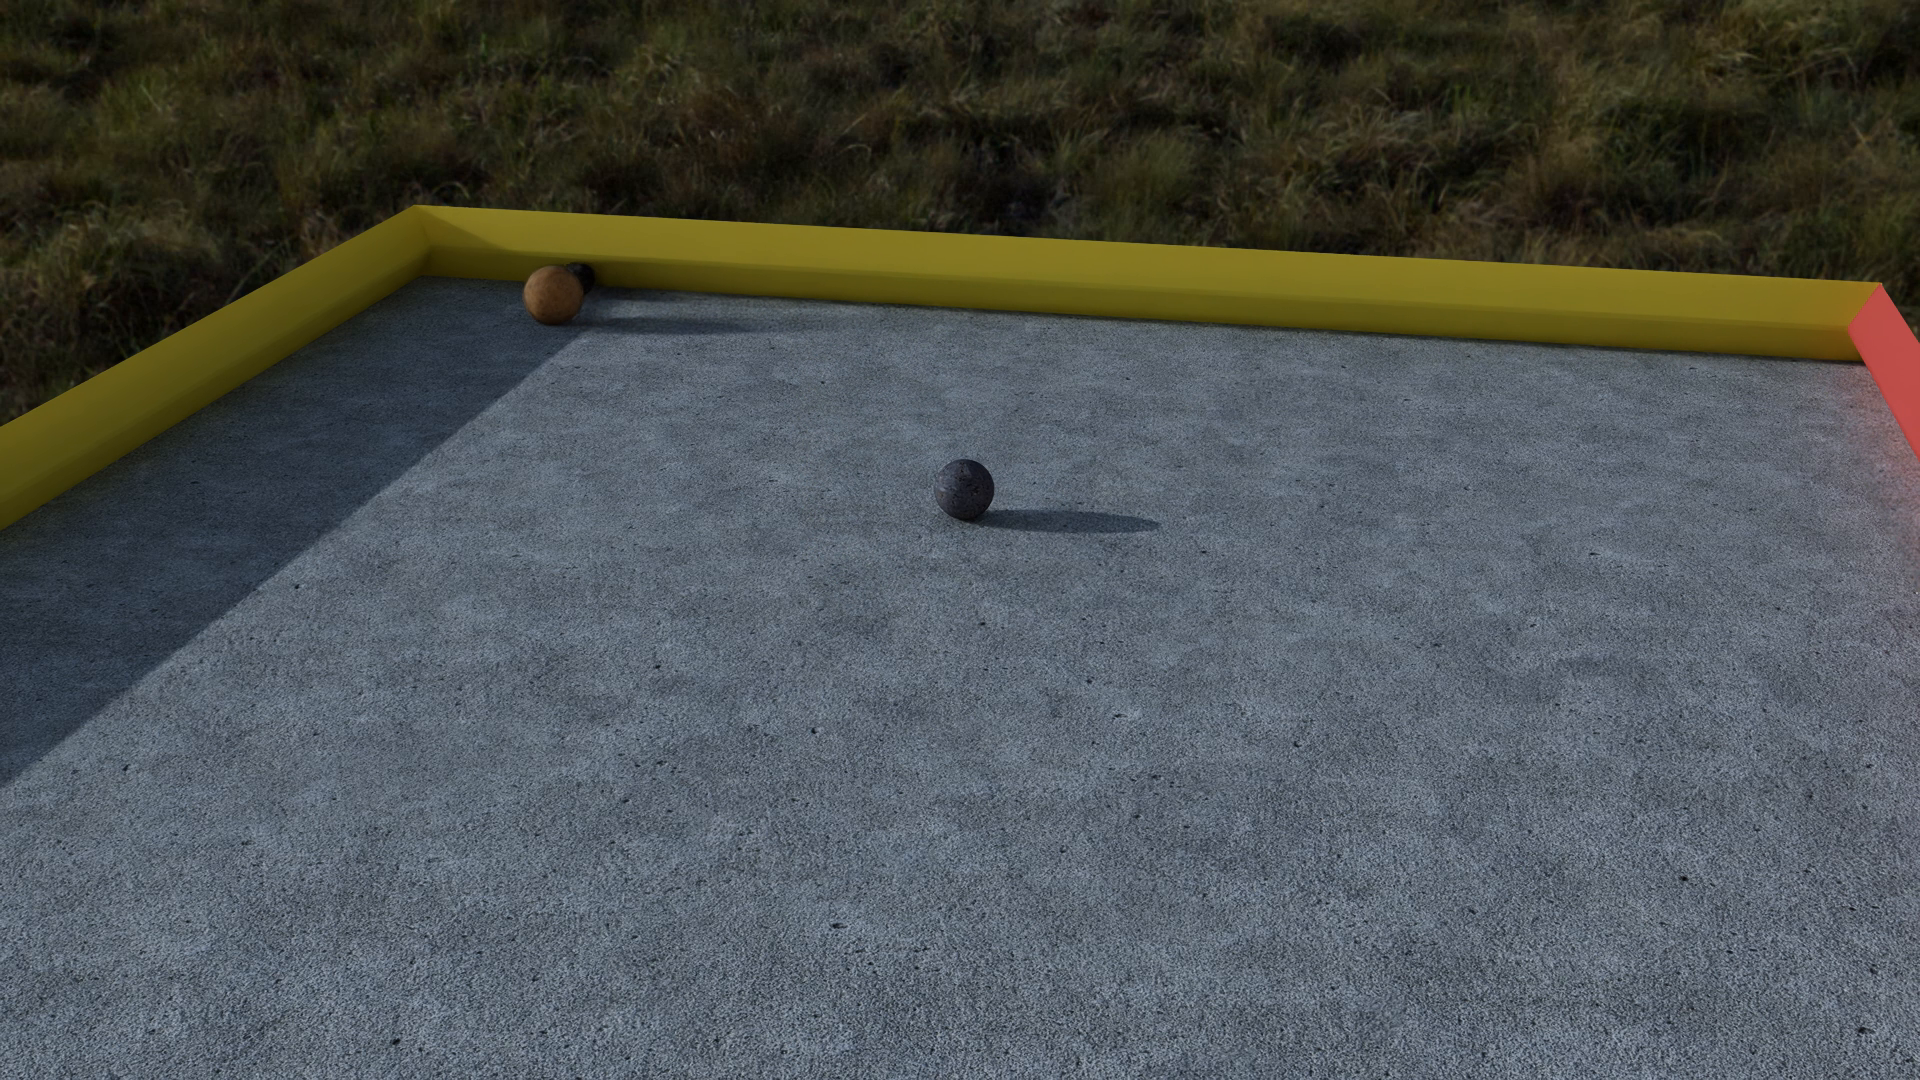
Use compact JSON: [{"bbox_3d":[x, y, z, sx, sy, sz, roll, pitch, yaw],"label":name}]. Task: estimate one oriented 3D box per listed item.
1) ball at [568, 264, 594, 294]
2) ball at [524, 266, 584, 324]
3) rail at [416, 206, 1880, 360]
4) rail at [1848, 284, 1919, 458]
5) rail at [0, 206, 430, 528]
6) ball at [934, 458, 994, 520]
[{"bbox_3d":[-0.634,-0.433,3.652,0.053,0.053,0.053,0,22,0],"label":"ball"},{"bbox_3d":[-0.644,-0.389,3.490,0.093,0.093,0.093,0,22,0],"label":"ball"},{"bbox_3d":[0.219,-0.411,3.506,2.352,0.121,0.045,5,23,11],"label":"rail"},{"bbox_3d":[0.903,0.465,1.363,0.045,0.121,4.290,5,23,11],"label":"rail"},{"bbox_3d":[-1.351,0.283,1.808,0.045,0.121,4.290,5,23,11],"label":"rail"},{"bbox_3d":[0.005,-0.063,2.718,0.075,0.075,0.075,0,22,0],"label":"ball"}]
